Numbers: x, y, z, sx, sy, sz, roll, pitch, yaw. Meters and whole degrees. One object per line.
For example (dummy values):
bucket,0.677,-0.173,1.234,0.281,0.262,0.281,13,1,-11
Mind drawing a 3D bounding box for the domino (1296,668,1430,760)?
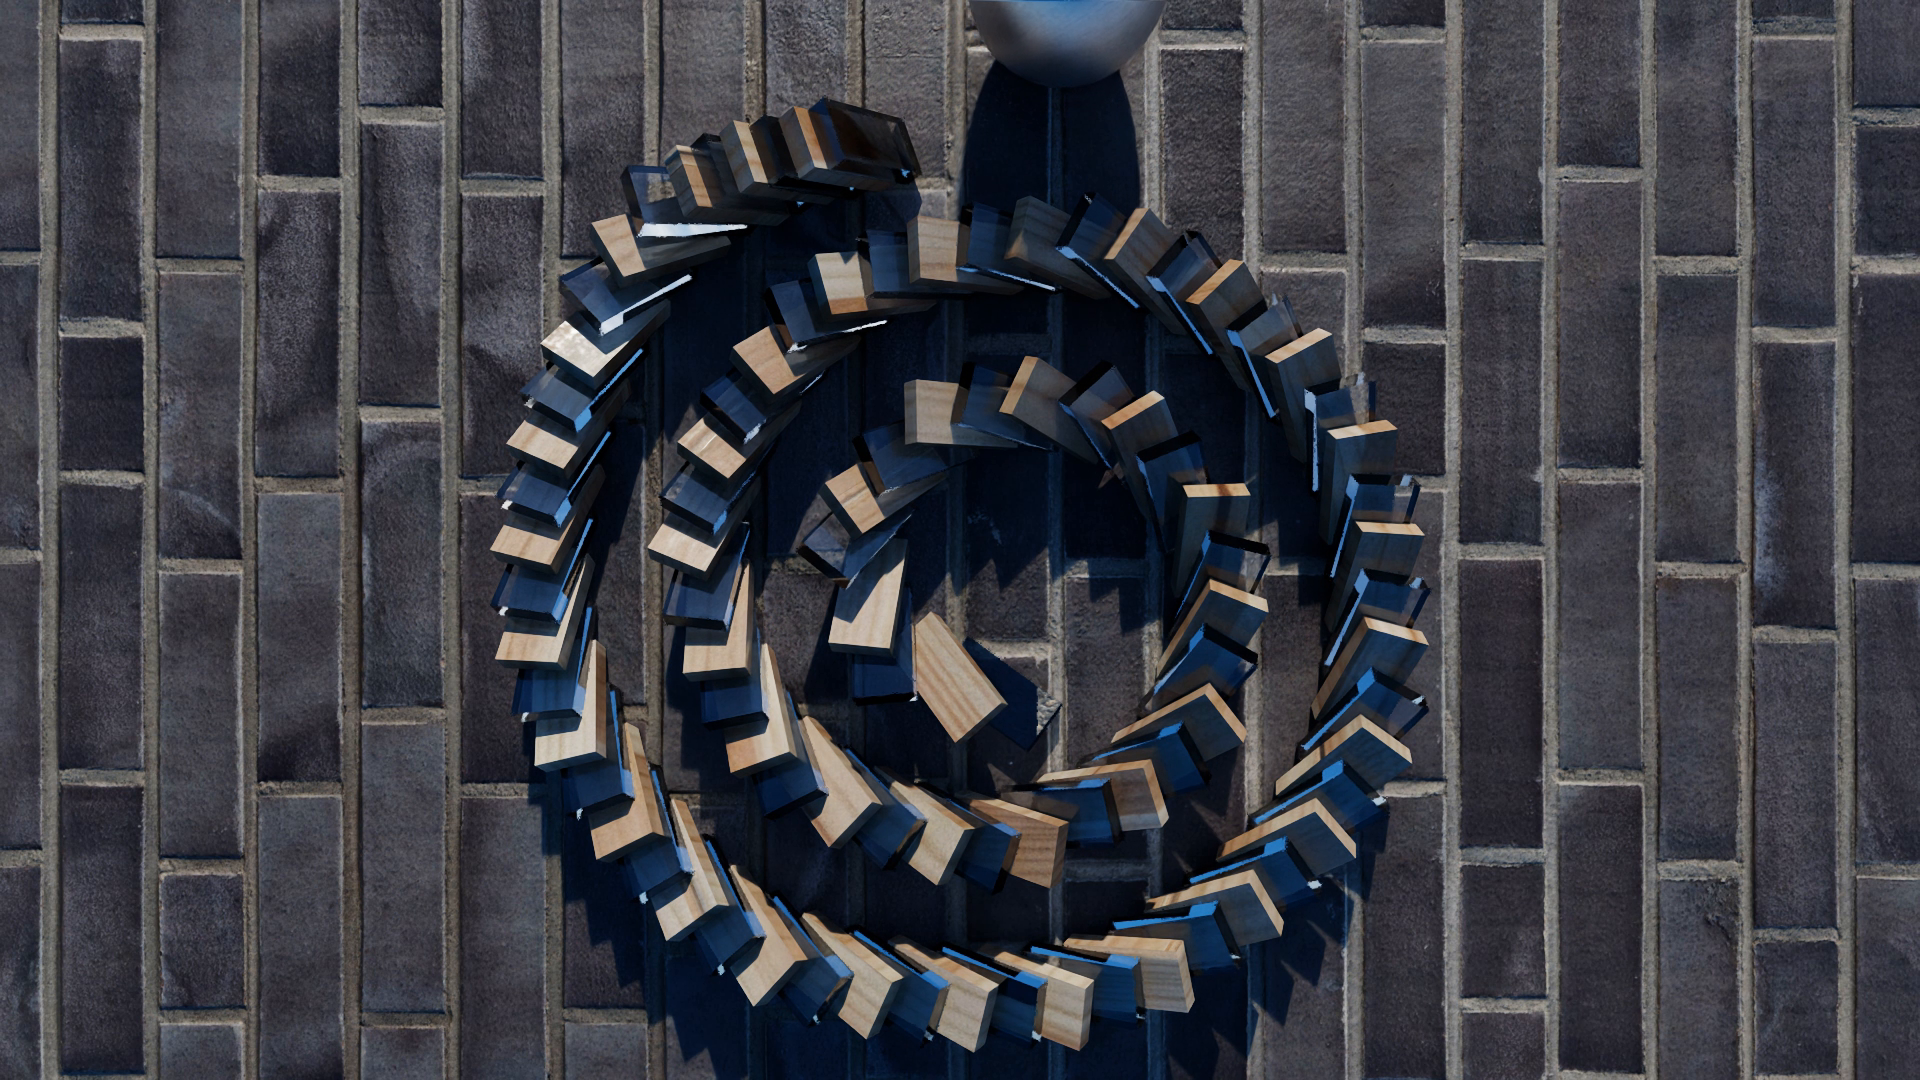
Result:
domino,0.167,0.079,0.383,0.025,0.009,0.050,29,121,0

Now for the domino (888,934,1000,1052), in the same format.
domino,-0.010,0.189,0.384,0.050,0.009,0.025,14,90,30

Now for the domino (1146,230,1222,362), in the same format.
domino,0.102,-0.101,0.383,0.025,0.009,0.050,-48,120,0

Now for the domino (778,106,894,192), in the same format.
domino,-0.050,-0.160,0.377,0.010,0.050,0.025,-19,90,37

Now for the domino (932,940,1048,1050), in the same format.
domino,0.011,0.190,0.383,0.050,0.010,0.025,7,90,30

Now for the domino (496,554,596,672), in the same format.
domino,-0.173,0.029,0.383,0.025,0.010,0.050,3,60,1

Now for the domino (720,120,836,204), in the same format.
domino,-0.073,-0.154,0.377,0.010,0.050,0.025,-19,90,37

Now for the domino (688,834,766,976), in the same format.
domino,-0.104,0.152,0.383,0.025,0.009,0.050,-41,60,0

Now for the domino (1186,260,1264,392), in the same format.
domino,0.118,-0.089,0.383,0.025,0.010,0.050,-43,120,0

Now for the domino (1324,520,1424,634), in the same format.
domino,0.172,0.017,0.383,0.025,0.010,0.050,4,120,0

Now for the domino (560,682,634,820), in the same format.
domino,-0.153,0.087,0.384,0.025,0.009,0.050,-21,60,0

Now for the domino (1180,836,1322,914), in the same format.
domino,0.121,0.145,0.383,0.050,0.010,0.025,-35,90,30

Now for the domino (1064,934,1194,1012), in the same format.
domino,0.070,0.180,0.383,0.050,0.010,0.025,-11,90,31

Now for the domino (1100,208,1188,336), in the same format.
domino,0.084,-0.112,0.383,0.050,0.009,0.025,35,90,-31

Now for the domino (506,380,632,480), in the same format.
domino,-0.163,-0.051,0.384,0.025,0.009,0.050,24,60,0

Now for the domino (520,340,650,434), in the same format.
domino,-0.156,-0.071,0.384,0.025,0.009,0.050,29,60,0

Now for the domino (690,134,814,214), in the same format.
domino,-0.084,-0.150,0.377,0.009,0.050,0.025,-20,91,37

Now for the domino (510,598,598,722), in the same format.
domino,-0.169,0.049,0.383,0.025,0.010,0.050,-5,60,0

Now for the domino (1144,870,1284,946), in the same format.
domino,0.106,0.158,0.383,0.050,0.009,0.025,-30,90,30

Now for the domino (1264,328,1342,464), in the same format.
domino,0.147,-0.060,0.383,0.025,0.009,0.050,-28,121,0

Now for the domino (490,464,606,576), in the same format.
domino,-0.171,-0.012,0.383,0.025,0.009,0.050,14,60,0

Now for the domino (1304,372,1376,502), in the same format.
domino,0.159,-0.042,0.383,0.025,0.009,0.050,-15,121,0

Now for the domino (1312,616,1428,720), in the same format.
domino,0.170,0.057,0.383,0.025,0.010,0.050,16,120,0

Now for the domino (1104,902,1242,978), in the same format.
domino,0.089,0.169,0.383,0.050,0.009,0.025,-24,90,30

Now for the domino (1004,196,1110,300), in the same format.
domino,0.044,-0.121,0.383,0.050,0.010,0.025,13,90,-31

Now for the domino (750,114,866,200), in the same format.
domino,-0.061,-0.157,0.377,0.009,0.050,0.025,-19,90,37

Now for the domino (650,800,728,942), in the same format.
domino,-0.119,0.138,0.383,0.025,0.009,0.050,-36,60,0

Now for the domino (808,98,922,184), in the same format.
domino,-0.038,-0.163,0.377,0.010,0.050,0.025,-19,90,37

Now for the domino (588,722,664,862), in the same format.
domino,-0.143,0.105,0.384,0.025,0.010,0.050,-26,60,0

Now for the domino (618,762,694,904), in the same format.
domino,-0.132,0.122,0.383,0.025,0.010,0.050,-30,60,0

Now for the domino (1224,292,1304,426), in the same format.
domino,0.133,-0.075,0.383,0.025,0.009,0.050,-37,120,0

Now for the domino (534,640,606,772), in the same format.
domino,-0.162,0.069,0.383,0.025,0.009,0.050,-13,60,0

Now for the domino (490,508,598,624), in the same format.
domino,-0.173,0.009,0.383,0.025,0.009,0.050,9,60,0

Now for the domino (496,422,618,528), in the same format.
domino,-0.168,-0.032,0.383,0.025,0.009,0.050,20,60,0

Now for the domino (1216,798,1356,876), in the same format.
domino,0.136,0.131,0.383,0.050,0.010,0.025,-41,91,30

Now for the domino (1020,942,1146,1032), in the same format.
domino,0.051,0.186,0.383,0.050,0.010,0.025,-5,90,31

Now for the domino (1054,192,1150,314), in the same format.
domino,0.066,-0.119,0.383,0.050,0.009,0.025,28,90,-31

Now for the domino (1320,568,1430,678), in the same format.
domino,0.173,0.037,0.383,0.025,0.010,0.050,10,120,0

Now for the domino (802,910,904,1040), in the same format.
domino,-0.050,0.181,0.384,0.050,0.009,0.025,24,90,30

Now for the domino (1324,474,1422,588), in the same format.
domino,0.172,-0.003,0.383,0.025,0.010,0.050,2,120,0

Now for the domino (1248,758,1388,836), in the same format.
domino,0.149,0.115,0.383,0.025,0.009,0.050,44,120,0

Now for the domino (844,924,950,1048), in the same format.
domino,-0.030,0.186,0.384,0.050,0.009,0.025,19,90,30

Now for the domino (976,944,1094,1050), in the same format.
domino,0.030,0.190,0.383,0.050,0.010,0.025,6,90,30

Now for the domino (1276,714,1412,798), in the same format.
domino,0.159,0.097,0.383,0.025,0.010,0.050,36,120,-1

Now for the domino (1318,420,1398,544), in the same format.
domino,0.166,-0.023,0.383,0.025,0.009,0.050,-9,121,0

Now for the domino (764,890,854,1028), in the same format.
domino,-0.070,0.174,0.383,0.050,0.009,0.025,35,90,31

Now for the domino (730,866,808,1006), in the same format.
domino,-0.088,0.164,0.383,0.025,0.010,0.050,-47,60,1
